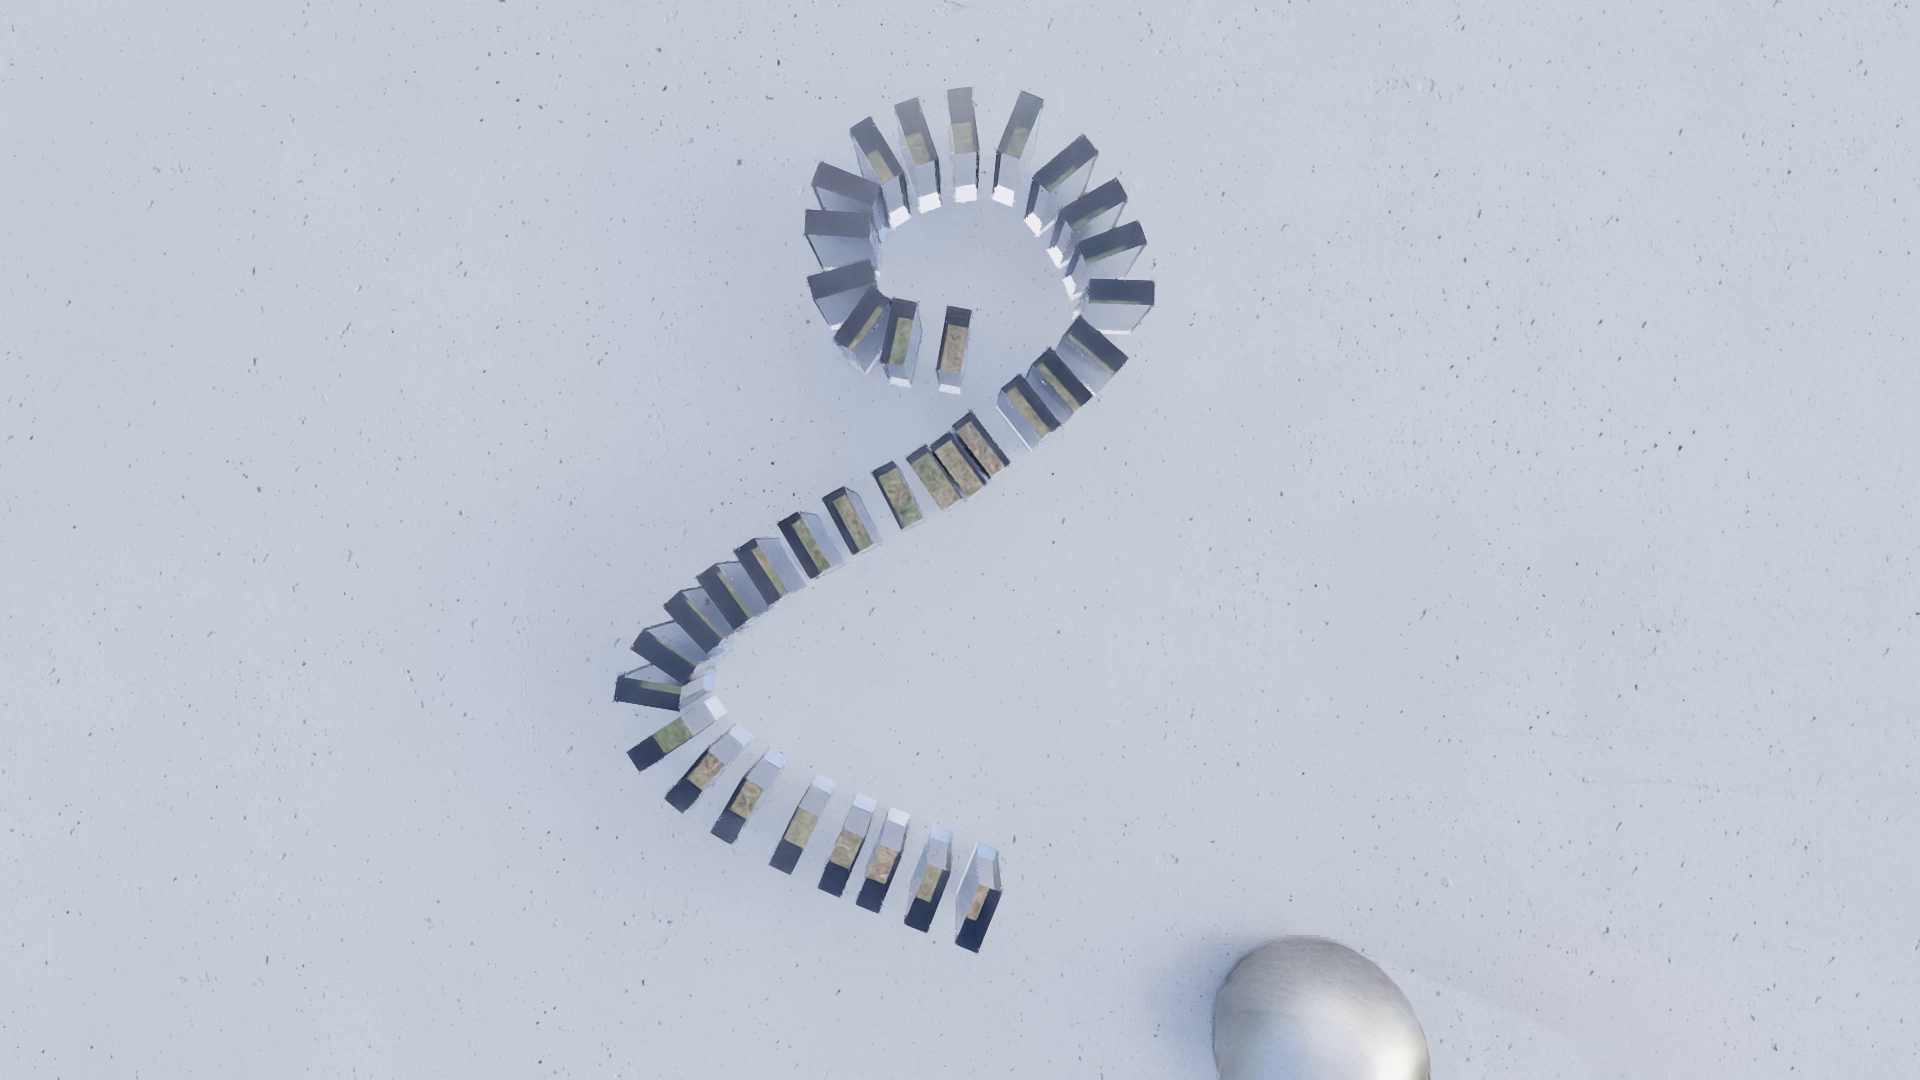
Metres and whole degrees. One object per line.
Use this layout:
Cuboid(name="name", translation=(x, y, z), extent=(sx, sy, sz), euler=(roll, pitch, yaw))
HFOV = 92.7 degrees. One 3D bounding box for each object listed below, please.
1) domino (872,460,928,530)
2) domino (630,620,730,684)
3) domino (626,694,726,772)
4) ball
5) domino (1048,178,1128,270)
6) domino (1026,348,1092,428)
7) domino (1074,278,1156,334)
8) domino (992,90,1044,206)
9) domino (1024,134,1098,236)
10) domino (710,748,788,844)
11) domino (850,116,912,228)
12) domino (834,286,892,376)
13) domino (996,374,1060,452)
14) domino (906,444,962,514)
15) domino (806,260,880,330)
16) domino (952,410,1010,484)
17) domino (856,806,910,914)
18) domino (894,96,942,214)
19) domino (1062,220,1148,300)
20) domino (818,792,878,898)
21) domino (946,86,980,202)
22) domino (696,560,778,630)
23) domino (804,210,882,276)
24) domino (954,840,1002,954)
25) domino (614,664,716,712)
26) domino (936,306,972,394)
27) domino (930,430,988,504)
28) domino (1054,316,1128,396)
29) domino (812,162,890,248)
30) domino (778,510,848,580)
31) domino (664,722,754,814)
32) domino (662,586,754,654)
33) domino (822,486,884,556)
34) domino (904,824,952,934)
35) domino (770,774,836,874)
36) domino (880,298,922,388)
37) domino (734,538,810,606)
Cuboid(name="domino", translation=(-0.024, -0.017, 0.375), extent=(0.009, 0.050, 0.025), euler=(-27, 90, 0))
Cuboid(name="domino", translation=(-0.113, 0.045, 0.375), extent=(0.025, 0.050, 0.010), euler=(34, 90, 0))
Cuboid(name="domino", translation=(-0.115, 0.078, 0.375), extent=(0.025, 0.050, 0.010), euler=(-33, 90, 0))
Cuboid(name="ball", translation=(0.140, 0.199, 0.360), extent=(0.080, 0.080, 0.080), euler=(0, 90, 0))
Cuboid(name="domino", translation=(0.051, -0.128, 0.375), extent=(0.025, 0.050, 0.010), euler=(-30, 90, 0))
Cuboid(name="domino", translation=(0.039, -0.061, 0.375), extent=(0.009, 0.050, 0.025), euler=(-42, 90, 0))
Cuboid(name="domino", translation=(0.062, -0.095, 0.375), extent=(0.025, 0.050, 0.009), euler=(2, 90, 0))
Cuboid(name="domino", translation=(0.023, -0.159, 0.375), extent=(0.009, 0.050, 0.025), euler=(22, 90, 0))
Cuboid(name="domino", translation=(0.041, -0.144, 0.375), extent=(0.025, 0.050, 0.009), euler=(-40, 90, 0))
Cuboid(name="domino", translation=(-0.085, 0.103, 0.375), extent=(0.009, 0.050, 0.025), euler=(30, 90, 0))
Cuboid(name="domino", translation=(-0.032, -0.149, 0.375), extent=(0.010, 0.050, 0.025), euler=(-31, 90, 0))
Cuboid(name="domino", translation=(-0.037, -0.085, 0.375), extent=(0.009, 0.050, 0.025), euler=(36, 90, 0))
Cuboid(name="domino", translation=(0.027, -0.051, 0.375), extent=(0.010, 0.050, 0.025), euler=(-38, 90, 0))
Cuboid(name="domino", translation=(-0.010, -0.024, 0.375), extent=(0.010, 0.050, 0.025), euler=(-35, 90, 0))
Cuboid(name="domino", translation=(-0.045, -0.099, 0.375), extent=(0.025, 0.050, 0.009), euler=(-15, 90, 0))
Cuboid(name="domino", translation=(0.008, -0.037, 0.375), extent=(0.009, 0.050, 0.025), euler=(-37, 90, 0))
Cuboid(name="domino", translation=(-0.031, 0.130, 0.375), extent=(0.009, 0.050, 0.025), euler=(22, 90, 0))
Cuboid(name="domino", translation=(-0.017, -0.156, 0.375), extent=(0.009, 0.050, 0.025), euler=(-19, 90, 0))
Cuboid(name="domino", translation=(0.058, -0.114, 0.375), extent=(0.025, 0.050, 0.009), euler=(-20, 90, 0))
Cuboid(name="domino", translation=(-0.045, 0.123, 0.375), extent=(0.009, 0.050, 0.025), euler=(24, 90, 0))
Cuboid(name="domino", translation=(0.001, -0.160, 0.375), extent=(0.009, 0.050, 0.025), euler=(-8, 90, 0))
Cuboid(name="domino", translation=(-0.090, 0.022, 0.375), extent=(0.010, 0.050, 0.025), euler=(-36, 90, 0))
Cuboid(name="domino", translation=(-0.047, -0.121, 0.375), extent=(0.025, 0.050, 0.009), euler=(4, 90, 0))
Cuboid(name="domino", translation=(0.007, 0.145, 0.375), extent=(0.009, 0.050, 0.025), euler=(22, 90, 0))
Cuboid(name="domino", translation=(-0.119, 0.059, 0.375), extent=(0.025, 0.050, 0.010), euler=(10, 90, 0))
Cuboid(name="domino", translation=(-0.002, -0.077, 0.375), extent=(0.009, 0.050, 0.025), euler=(10, 90, 0))
Cuboid(name="domino", translation=(-0.001, -0.029, 0.375), extent=(0.009, 0.050, 0.025), euler=(-36, 90, 0))
Cuboid(name="domino", translation=(0.052, -0.074, 0.375), extent=(0.025, 0.050, 0.010), euler=(41, 90, 0))
Cuboid(name="domino", translation=(-0.044, -0.136, 0.375), extent=(0.025, 0.050, 0.009), euler=(22, 90, 0))
Cuboid(name="domino", translation=(-0.060, 0.002, 0.375), extent=(0.010, 0.050, 0.025), euler=(-31, 90, 0))
Cuboid(name="domino", translation=(-0.101, 0.092, 0.375), extent=(0.009, 0.050, 0.025), euler=(40, 90, 0))
Cuboid(name="domino", translation=(-0.102, 0.031, 0.375), extent=(0.010, 0.050, 0.025), euler=(-43, 90, 0))
Cuboid(name="domino", translation=(-0.043, -0.007, 0.375), extent=(0.010, 0.050, 0.025), euler=(-28, 90, 0))
Cuboid(name="domino", translation=(-0.012, 0.137, 0.375), extent=(0.010, 0.050, 0.025), euler=(22, 90, 0))
Cuboid(name="domino", translation=(-0.063, 0.115, 0.375), extent=(0.009, 0.050, 0.025), euler=(26, 90, 0))
Cuboid(name="domino", translation=(-0.023, -0.080, 0.375), extent=(0.010, 0.050, 0.025), euler=(12, 90, 0))
Cuboid(name="domino", translation=(-0.076, 0.012, 0.375), extent=(0.009, 0.050, 0.025), euler=(-33, 90, 0))
